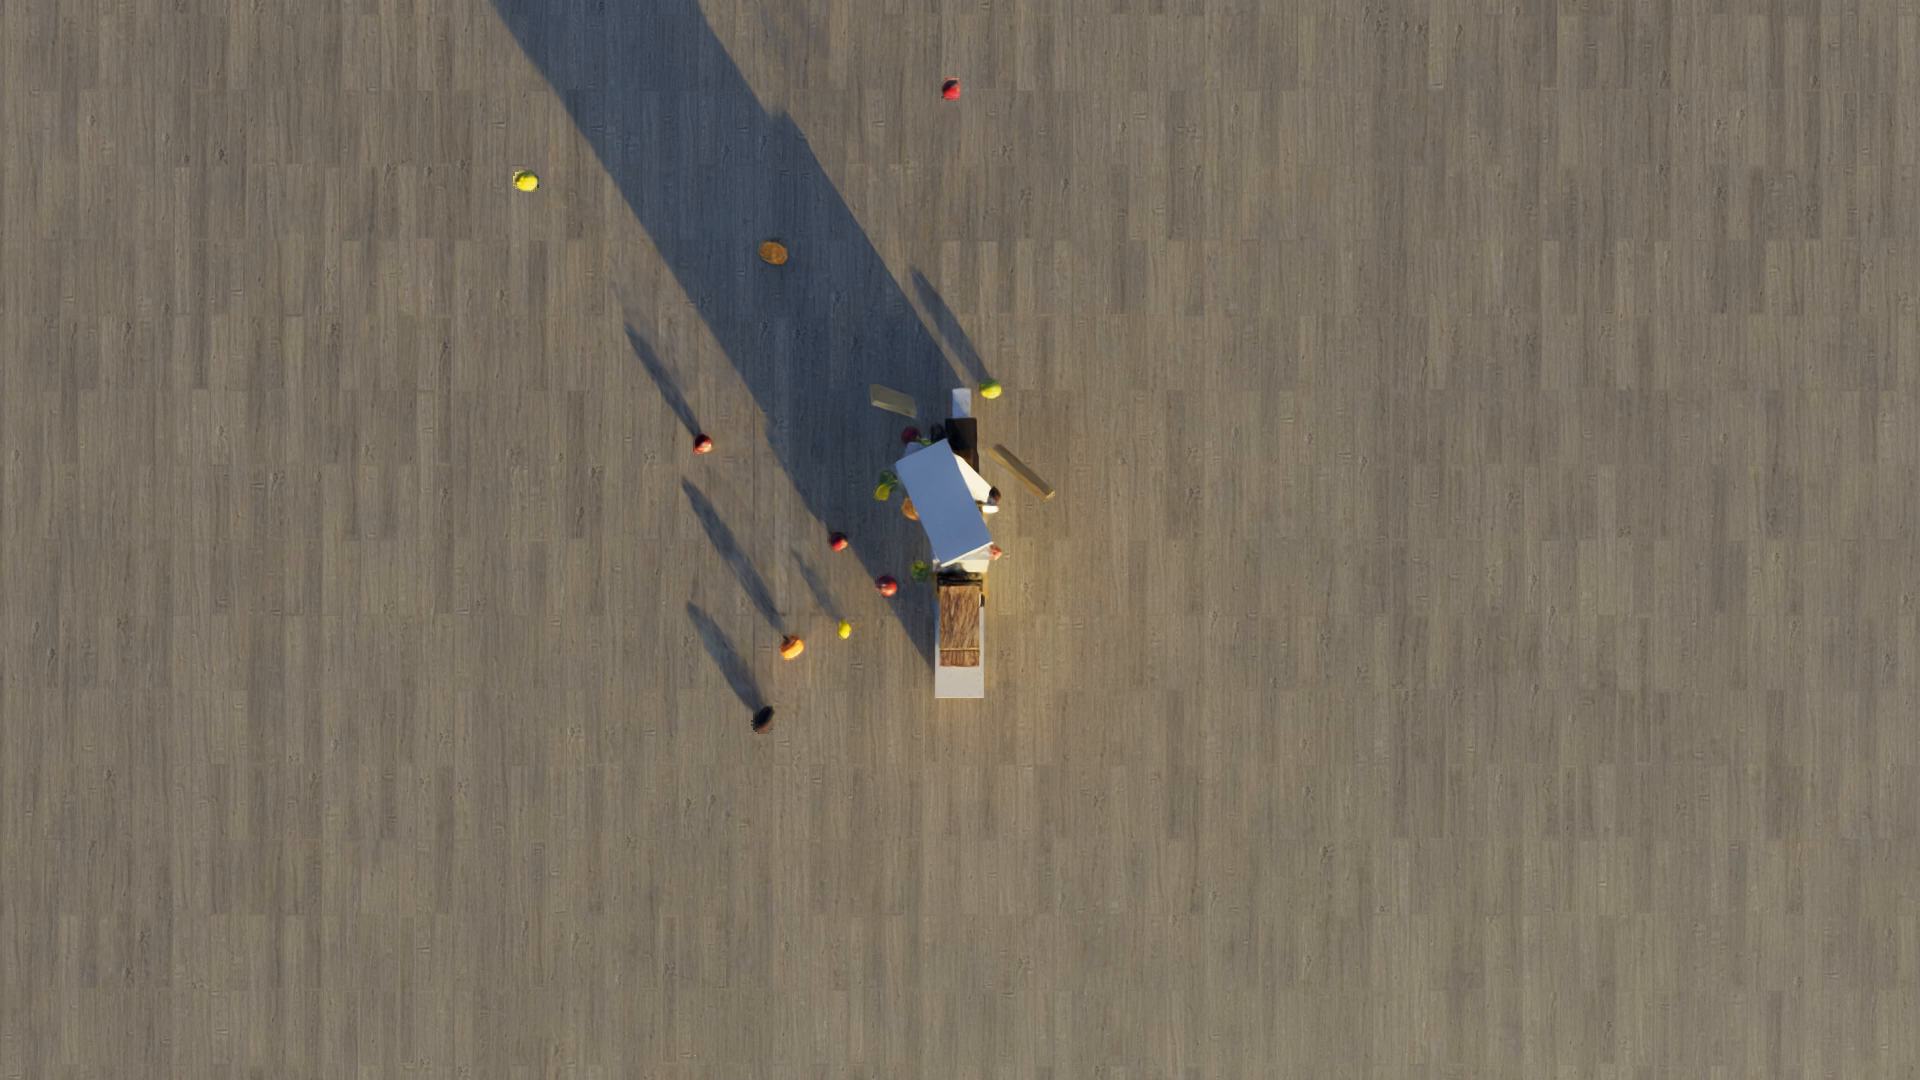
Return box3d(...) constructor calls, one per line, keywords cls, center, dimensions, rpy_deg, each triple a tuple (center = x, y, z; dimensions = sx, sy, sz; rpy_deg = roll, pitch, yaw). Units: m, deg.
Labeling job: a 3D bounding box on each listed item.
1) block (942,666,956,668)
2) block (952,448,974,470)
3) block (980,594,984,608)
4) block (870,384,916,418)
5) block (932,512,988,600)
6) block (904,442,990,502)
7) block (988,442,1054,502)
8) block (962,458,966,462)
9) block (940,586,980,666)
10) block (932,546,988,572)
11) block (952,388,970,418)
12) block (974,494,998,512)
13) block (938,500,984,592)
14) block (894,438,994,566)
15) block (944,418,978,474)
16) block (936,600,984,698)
box3d(cls="block", center=(0.003, 0.264, 4.874), dimensions=(0.110, 0.031, 0.221), rpy_deg=(0, 90, 0))
box3d(cls="block", center=(0.003, -0.244, 5.188), dimensions=(0.078, 0.156, 0.022), rpy_deg=(-2, 117, 0))
box3d(cls="block", center=(0.018, 0.188, 5.000), dimensions=(0.110, 0.221, 0.031), rpy_deg=(-6, 90, 0))
box3d(cls="block", center=(-0.216, -0.453, 5.354), dimensions=(0.156, 0.078, 0.022), rpy_deg=(16, 134, -27))
box3d(cls="block", center=(0.001, 0.015, 5.135), dimensions=(0.171, 0.048, 0.341), rpy_deg=(0, 90, 0))
box3d(cls="block", center=(-0.033, -0.193, 4.690), dimensions=(0.155, 0.311, 0.044), rpy_deg=(17, 81, 22))
box3d(cls="block", center=(0.191, -0.214, 5.171), dimensions=(0.232, 0.076, 0.021), rpy_deg=(41, 116, 6))
box3d(cls="block", center=(-0.047, -0.206, 5.112), dimensions=(0.156, 0.022, 0.078), rpy_deg=(-7, 113, 31))
box3d(cls="block", center=(-0.001, 0.237, 4.572), dimensions=(0.110, 0.031, 0.220), rpy_deg=(0, 90, 0))
box3d(cls="block", center=(0.001, 0.051, 4.650), dimensions=(0.155, 0.311, 0.044), rpy_deg=(0, 83, 0))
box3d(cls="block", center=(0.004, -0.432, 5.371), dimensions=(0.060, 0.017, 0.121), rpy_deg=(0, 90, 0))
box3d(cls="block", center=(0.051, -0.141, 5.014), dimensions=(0.076, 0.151, 0.021), rpy_deg=(4, 127, -33))
box3d(cls="block", center=(0.001, 0.018, 4.826), dimensions=(0.133, 0.038, 0.266), rpy_deg=(0, 90, 0))
box3d(cls="block", center=(-0.043, -0.102, 4.486), dimensions=(0.155, 0.044, 0.310), rpy_deg=(-25, 83, 2))
box3d(cls="block", center=(0.006, -0.286, 5.277), dimensions=(0.103, 0.029, 0.206), rpy_deg=(-2, 90, 0))
box3d(cls="block", center=(-0.002, 0.341, 5.176), dimensions=(0.151, 0.043, 0.302), rpy_deg=(0, 90, 0))
